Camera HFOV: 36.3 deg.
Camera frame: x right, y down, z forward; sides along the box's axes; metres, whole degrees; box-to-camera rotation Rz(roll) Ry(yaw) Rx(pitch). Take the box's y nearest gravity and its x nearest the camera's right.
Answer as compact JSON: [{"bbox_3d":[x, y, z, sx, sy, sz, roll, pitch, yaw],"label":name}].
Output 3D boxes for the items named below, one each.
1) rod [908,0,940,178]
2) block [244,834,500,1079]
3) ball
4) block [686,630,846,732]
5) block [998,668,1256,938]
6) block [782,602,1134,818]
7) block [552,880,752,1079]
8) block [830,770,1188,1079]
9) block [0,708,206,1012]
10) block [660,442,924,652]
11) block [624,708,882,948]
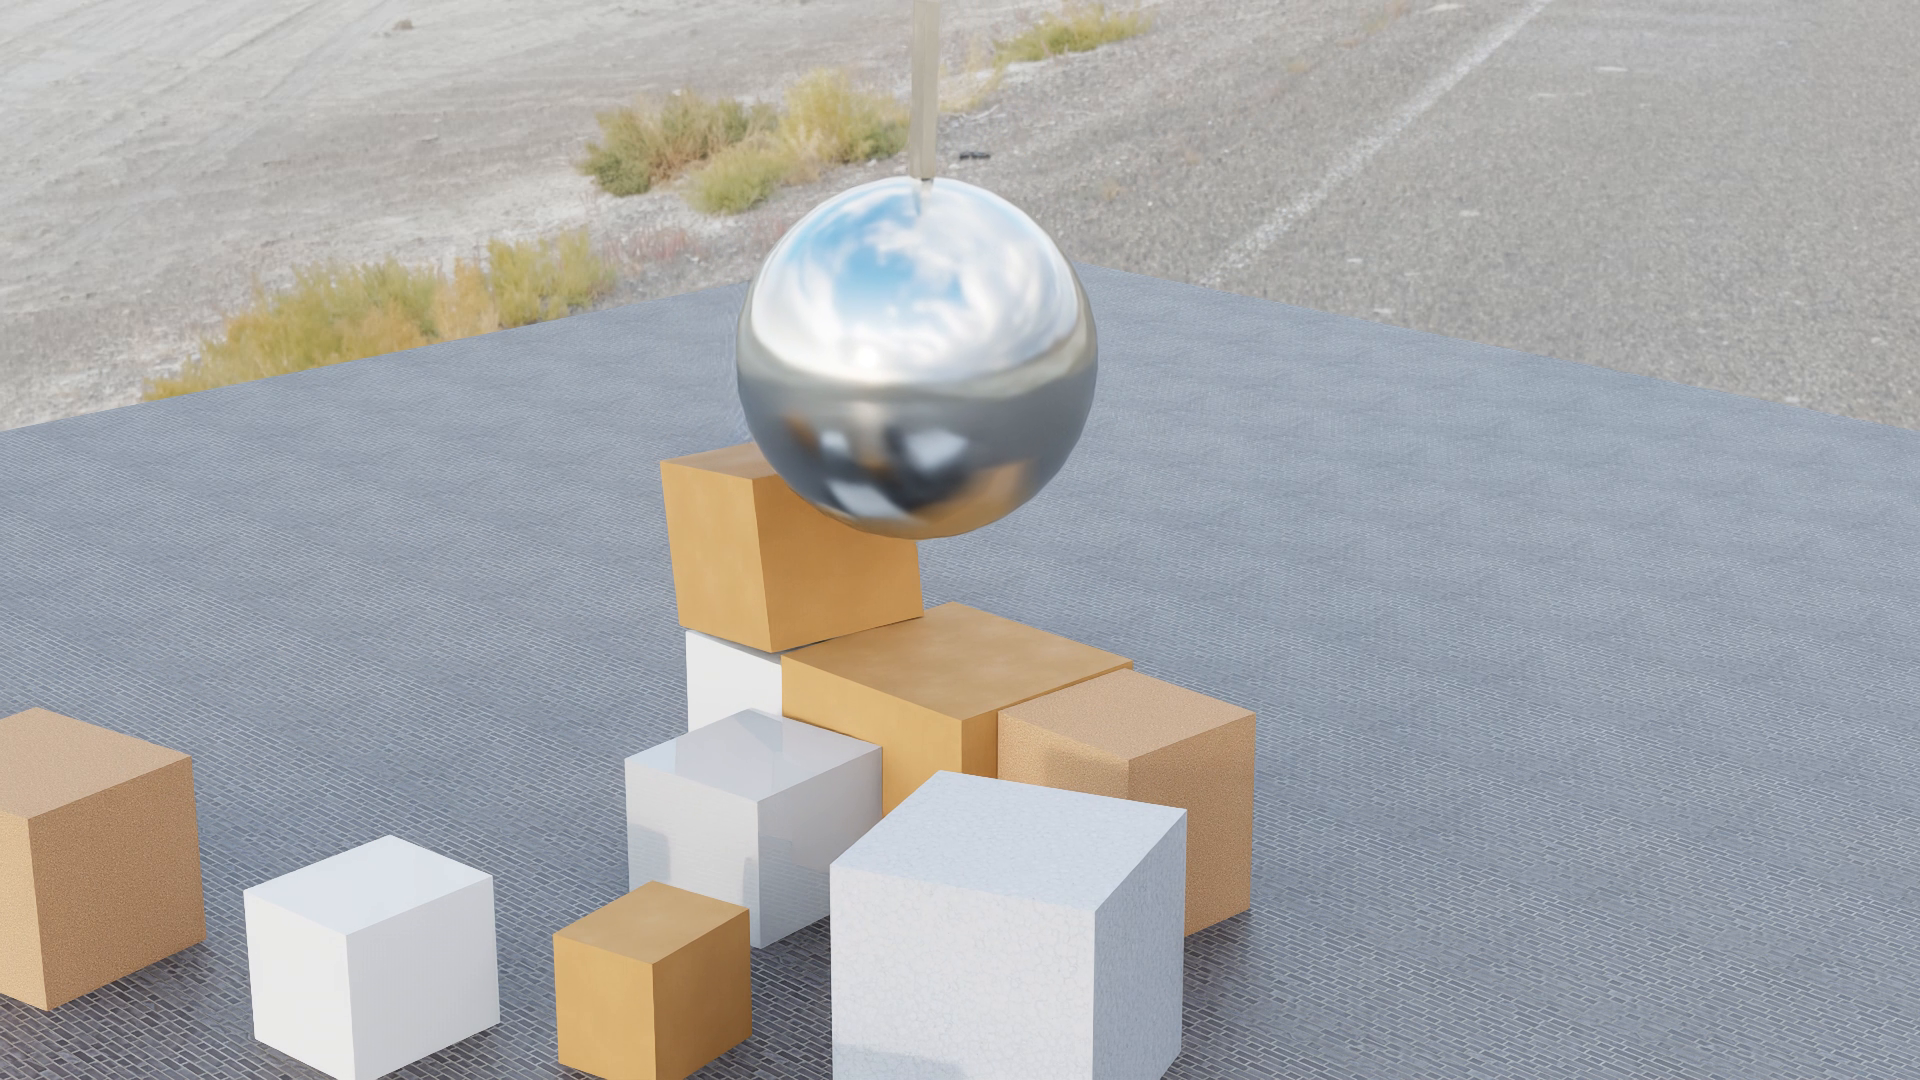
[{"bbox_3d":[-0.082,-4.072,11.976,0.080,5.200,0.080,17,21,42],"label":"rod"},{"bbox_3d":[-2.375,1.690,11.873,0.648,0.656,0.741,14,22,38],"label":"block"},{"bbox_3d":[-0.190,-0.799,12.891,1.600,1.600,1.600,0,17,0],"label":"ball"},{"bbox_3d":[-0.716,0.828,14.328,0.907,0.830,0.820,-17,24,-42],"label":"block"},{"bbox_3d":[0.730,1.199,12.969,0.809,0.936,0.788,-16,23,-41],"label":"block"},{"bbox_3d":[-0.015,0.992,13.609,1.106,0.947,1.183,-16,24,-42],"label":"block"},{"bbox_3d":[-1.223,1.783,11.732,0.500,0.564,0.615,11,21,32],"label":"block"},{"bbox_3d":[0.201,1.637,11.386,1.058,1.050,1.032,7,19,22],"label":"block"},{"bbox_3d":[-3.954,1.349,12.621,1.027,0.859,0.853,12,21,33],"label":"block"},{"bbox_3d":[-0.811,-0.011,14.073,0.842,0.820,0.907,-13,14,-32],"label":"block"},{"bbox_3d":[-0.917,1.273,13.145,0.794,0.688,0.823,14,22,37],"label":"block"}]
